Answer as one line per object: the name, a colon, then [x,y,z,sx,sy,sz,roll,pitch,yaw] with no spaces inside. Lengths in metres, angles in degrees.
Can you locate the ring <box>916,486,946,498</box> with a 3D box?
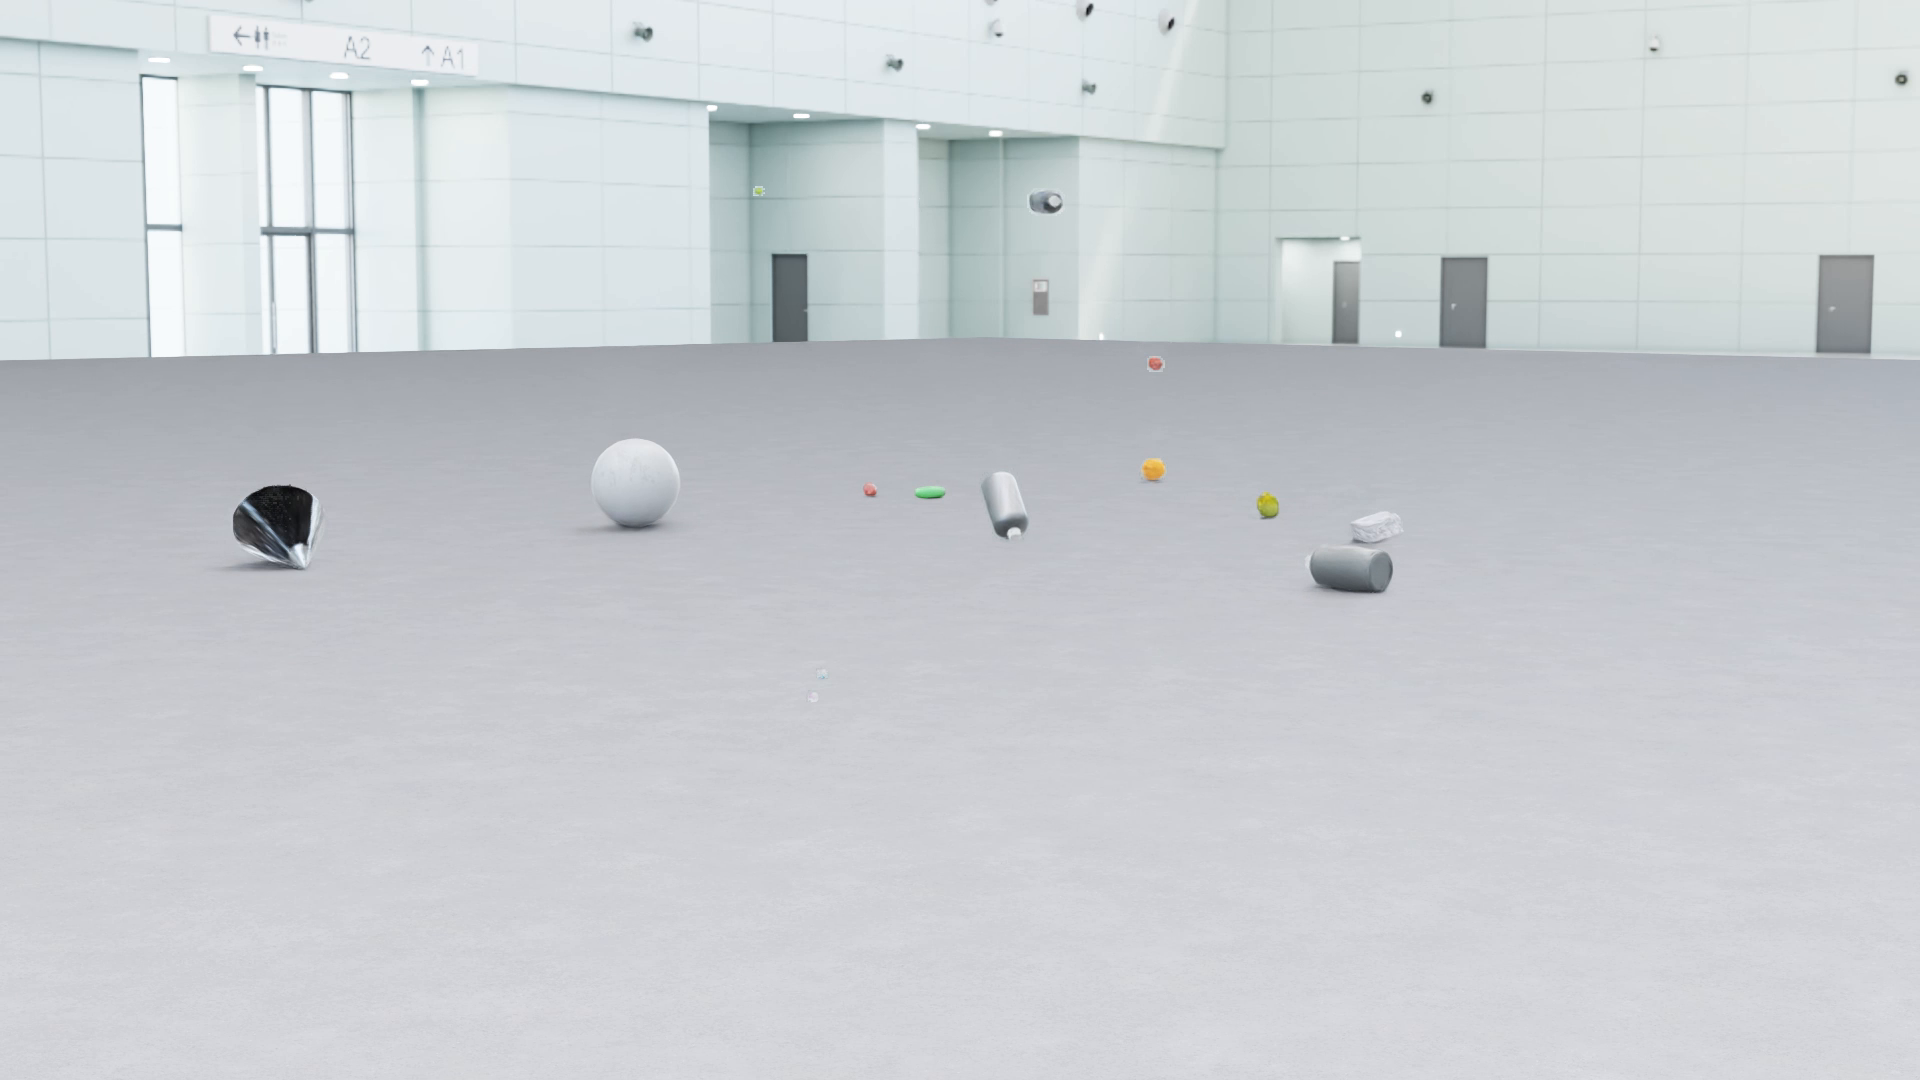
ring: [-0.088,-0.142,7.641,0.066,0.031,0.126,6,9,34]

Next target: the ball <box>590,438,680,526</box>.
ball: [-0.852,-0.151,6.741,0.232,0.232,0.232,0,6,0]

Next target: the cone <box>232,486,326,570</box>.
cone: [-1.514,0.014,5.821,0.237,0.197,0.189,40,7,-48]

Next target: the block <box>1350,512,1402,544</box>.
block: [1.035,-0.032,6.376,0.093,0.045,0.086,-18,13,-17]
